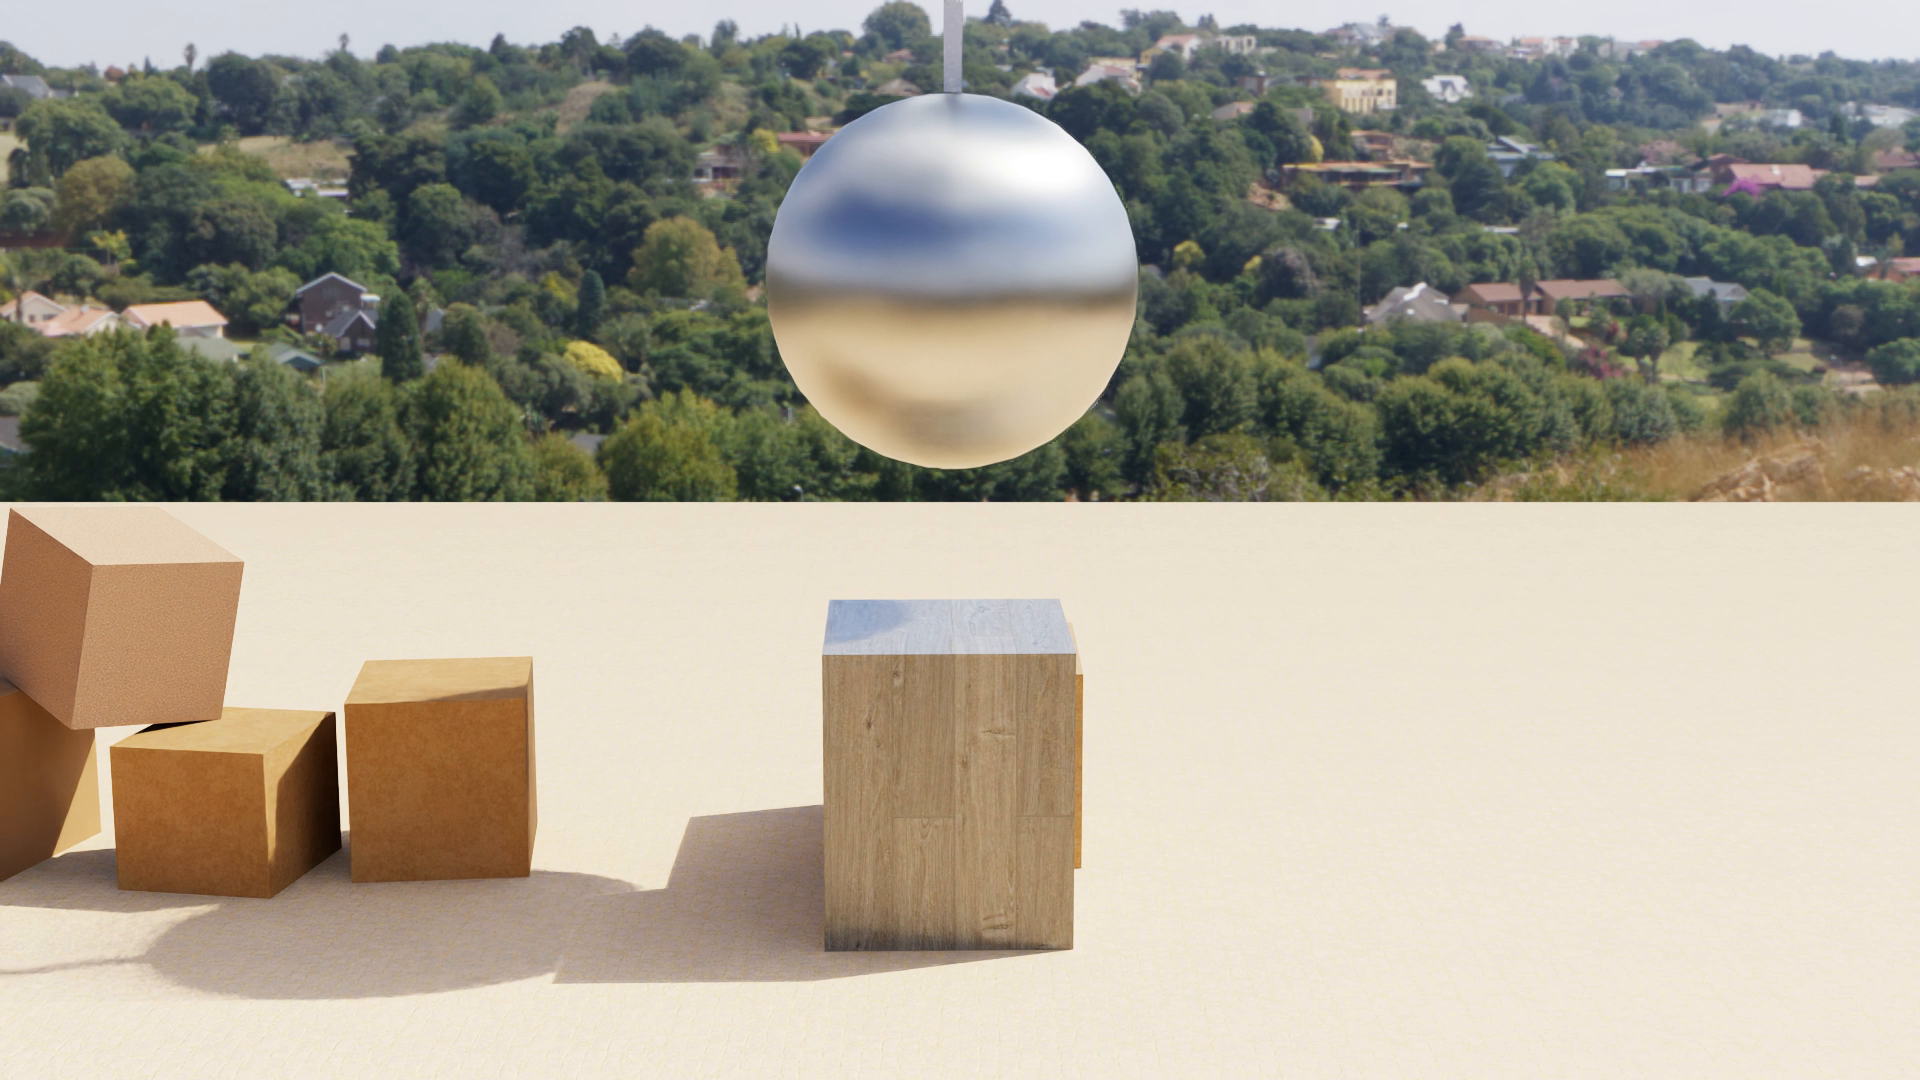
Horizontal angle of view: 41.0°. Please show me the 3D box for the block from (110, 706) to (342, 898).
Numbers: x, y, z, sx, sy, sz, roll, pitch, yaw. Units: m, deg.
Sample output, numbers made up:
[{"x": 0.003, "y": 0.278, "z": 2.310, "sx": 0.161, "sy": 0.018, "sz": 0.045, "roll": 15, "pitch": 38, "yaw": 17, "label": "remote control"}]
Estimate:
[{"x": -3.255, "y": 1.153, "z": 11.425, "sx": 0.708, "sy": 0.644, "sz": 0.750, "roll": 2, "pitch": 10, "yaw": 10, "label": "block"}]

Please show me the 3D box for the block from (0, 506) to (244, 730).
[{"x": -3.776, "y": 0.330, "z": 11.478, "sx": 0.709, "sy": 0.745, "sz": 0.825, "roll": -1, "pitch": 19, "yaw": -45, "label": "block"}]

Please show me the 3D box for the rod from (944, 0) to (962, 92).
[{"x": -0.015, "y": -4.450, "z": 10.371, "sx": 0.080, "sy": 5.200, "sz": 0.080, "roll": 0, "pitch": 10, "yaw": 0, "label": "rod"}]

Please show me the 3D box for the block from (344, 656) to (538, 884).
[{"x": -2.339, "y": 1.026, "z": 11.657, "sx": 0.770, "sy": 0.810, "sz": 0.845, "roll": -1, "pitch": 10, "yaw": -7, "label": "block"}]

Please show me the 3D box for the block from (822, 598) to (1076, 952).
[{"x": -0.056, "y": 0.963, "z": 10.826, "sx": 1.009, "sy": 1.233, "sz": 1.080, "roll": 0, "pitch": 10, "yaw": -1, "label": "block"}]

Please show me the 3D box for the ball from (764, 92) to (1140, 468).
[{"x": -0.035, "y": -1.105, "z": 10.979, "sx": 1.600, "sy": 1.600, "sz": 1.600, "roll": 0, "pitch": 10, "yaw": 0, "label": "ball"}]

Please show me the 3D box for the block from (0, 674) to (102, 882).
[{"x": -4.561, "y": 1.020, "z": 11.683, "sx": 0.899, "sy": 0.812, "sz": 0.805, "roll": 3, "pitch": 11, "yaw": 14, "label": "block"}]

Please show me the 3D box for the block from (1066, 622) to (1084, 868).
[{"x": 0.005, "y": 0.935, "z": 11.932, "sx": 1.075, "sy": 0.892, "sz": 1.080, "roll": 0, "pitch": 10, "yaw": 0, "label": "block"}]
